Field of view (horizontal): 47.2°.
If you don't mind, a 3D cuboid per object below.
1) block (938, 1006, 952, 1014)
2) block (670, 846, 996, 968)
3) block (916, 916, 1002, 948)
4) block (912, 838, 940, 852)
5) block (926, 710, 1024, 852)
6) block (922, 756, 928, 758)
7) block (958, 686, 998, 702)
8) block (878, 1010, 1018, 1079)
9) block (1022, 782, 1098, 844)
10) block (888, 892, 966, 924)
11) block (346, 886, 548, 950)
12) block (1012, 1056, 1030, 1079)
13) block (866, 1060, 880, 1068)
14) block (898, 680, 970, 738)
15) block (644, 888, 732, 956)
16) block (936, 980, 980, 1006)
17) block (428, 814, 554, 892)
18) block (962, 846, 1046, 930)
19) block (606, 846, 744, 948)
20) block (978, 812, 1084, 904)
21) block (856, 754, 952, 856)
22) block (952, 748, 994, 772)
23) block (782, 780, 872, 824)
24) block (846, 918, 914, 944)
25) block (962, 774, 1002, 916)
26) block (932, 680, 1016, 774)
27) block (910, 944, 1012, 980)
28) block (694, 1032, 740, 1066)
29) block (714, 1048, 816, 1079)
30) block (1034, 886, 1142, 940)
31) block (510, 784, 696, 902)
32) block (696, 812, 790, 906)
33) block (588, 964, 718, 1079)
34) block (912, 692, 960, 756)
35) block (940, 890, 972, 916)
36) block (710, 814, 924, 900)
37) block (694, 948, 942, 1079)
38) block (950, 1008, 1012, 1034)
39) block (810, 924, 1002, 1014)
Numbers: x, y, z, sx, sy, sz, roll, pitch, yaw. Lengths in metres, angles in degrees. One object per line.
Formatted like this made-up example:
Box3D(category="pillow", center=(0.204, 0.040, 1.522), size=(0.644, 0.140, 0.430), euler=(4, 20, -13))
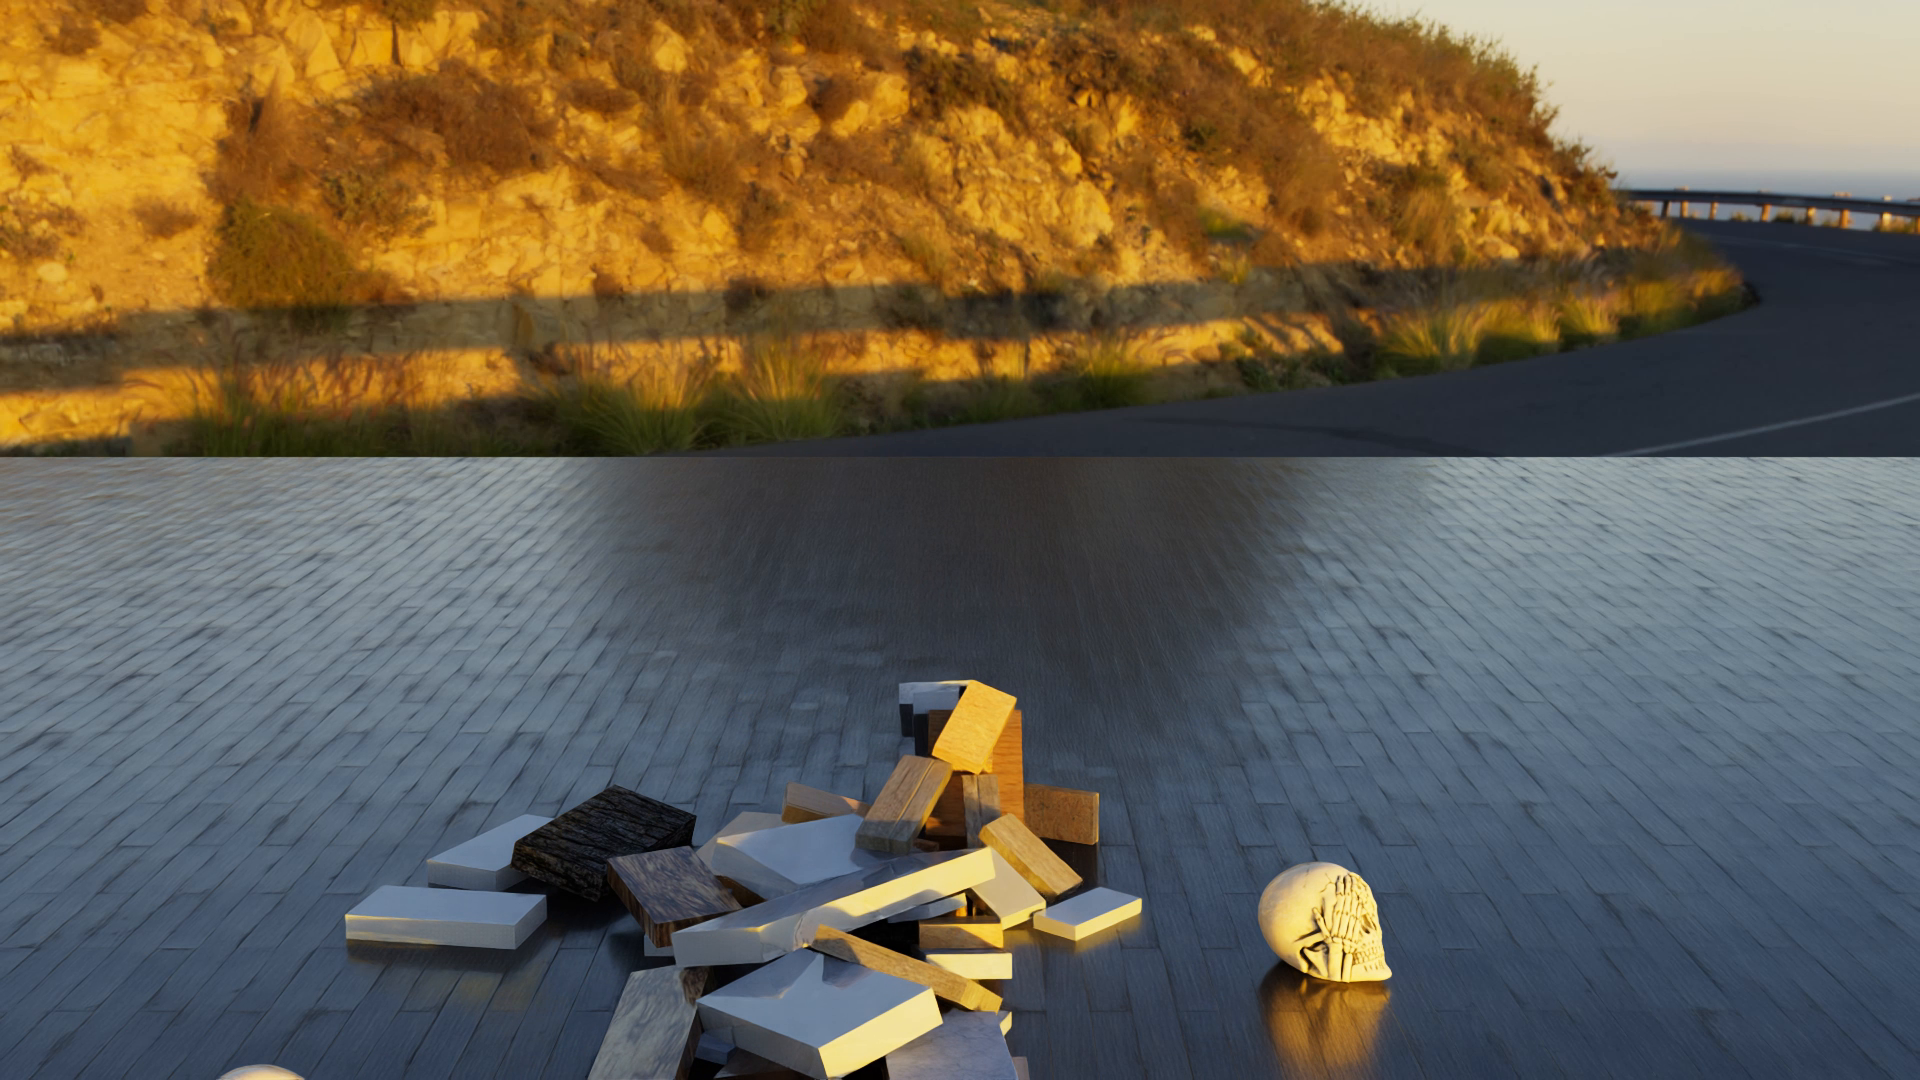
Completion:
Box3D(category="block", center=(-0.003, 0.687, 3.085), size=(0.081, 0.023, 0.161), euler=(0, 11, -2))
Box3D(category="block", center=(-0.182, 0.558, 3.368), size=(0.177, 0.050, 0.551), euler=(-11, -2, 38))
Box3D(category="block", center=(-0.003, 0.596, 3.346), size=(0.122, 0.035, 0.244), euler=(0, -7, -2))
Box3D(category="block", center=(-0.091, 0.540, 3.768), size=(0.123, 0.062, 0.017), euler=(7, 12, 32))
Box3D(category="block", center=(0.026, 0.428, 3.905), size=(0.169, 0.048, 0.337), euler=(0, 35, 0))
Box3D(category="block", center=(-0.003, 0.389, 4.637), size=(0.145, 0.041, 0.480), euler=(0, 11, 0))
Box3D(category="block", center=(0.030, 0.315, 4.052), size=(0.069, 0.138, 0.020), euler=(2, 54, -3))
Box3D(category="block", center=(-0.013, 0.684, 2.790), size=(0.159, 0.045, 0.319), euler=(-1, 11, -7))
Box3D(category="block", center=(0.161, 0.490, 3.961), size=(0.180, 0.090, 0.025), euler=(5, 12, 26))
Box3D(category="block", center=(-0.052, 0.577, 3.445), size=(0.073, 0.021, 0.146), euler=(-11, -6, 22))
Box3D(category="block", center=(-0.817, 0.600, 3.505), size=(0.280, 0.040, 0.140), euler=(2, 11, 10))
Box3D(category="block", center=(0.015, 0.745, 2.711), size=(0.159, 0.045, 0.413), euler=(0, 11, -2))
Box3D(category="block", center=(-0.137, 0.700, 3.026), size=(0.136, 0.019, 0.068), euler=(2, 11, 12))
Box3D(category="block", center=(-0.045, 0.335, 4.340), size=(0.145, 0.041, 0.290), euler=(-2, -18, -1))
Box3D(category="block", center=(-0.429, 0.606, 3.495), size=(0.110, 0.031, 0.221), euler=(0, 11, 1))
Box3D(category="block", center=(-0.013, 0.650, 3.195), size=(0.081, 0.023, 0.161), euler=(0, -1, -1))
Box3D(category="block", center=(-0.779, 0.542, 3.817), size=(0.140, 0.040, 0.280), euler=(5, 12, 24))
Box3D(category="block", center=(0.058, 0.564, 3.576), size=(0.086, 0.024, 0.171), euler=(-17, 33, -27))
Box3D(category="block", center=(-0.455, 0.563, 3.492), size=(0.140, 0.040, 0.280), euler=(-6, 16, -23))
Box3D(category="block", center=(0.118, 0.531, 3.674), size=(0.171, 0.024, 0.086), euler=(41, 28, 20))
Box3D(category="block", center=(-0.093, 0.450, 3.761), size=(0.090, 0.025, 0.283), euler=(7, 24, 14))
Box3D(category="block", center=(0.025, 0.363, 3.940), size=(0.069, 0.020, 0.138), euler=(2, 35, 2))
Box3D(category="block", center=(-0.205, 0.492, 3.894), size=(0.220, 0.031, 0.110), euler=(17, 15, -8))
Box3D(category="block", center=(-0.186, 0.608, 3.487), size=(0.220, 0.031, 0.110), euler=(-1, 11, -6))
Box3D(category="block", center=(0.043, 0.510, 3.710), size=(0.062, 0.017, 0.351), euler=(-1, 31, -3))
Box3D(category="block", center=(0.027, 0.332, 3.918), size=(0.090, 0.025, 0.180), euler=(22, 44, 9))
Box3D(category="block", center=(-0.001, 0.616, 3.221), size=(0.122, 0.035, 0.244), euler=(0, -7, -6))
Box3D(category="block", center=(-0.311, 0.692, 3.065), size=(0.068, 0.019, 0.136), euler=(6, 12, 30))
Box3D(category="block", center=(-0.226, 0.684, 2.971), size=(0.123, 0.035, 0.246), euler=(-11, 8, 19))
Box3D(category="block", center=(0.206, 0.601, 3.543), size=(0.085, 0.024, 0.171), euler=(9, 14, 41))
Box3D(category="block", center=(-0.611, 0.520, 3.803), size=(0.169, 0.048, 0.347), euler=(18, 16, 16))
Box3D(category="block", center=(-0.350, 0.545, 3.779), size=(0.169, 0.048, 0.337), euler=(3, 11, 14))
Box3D(category="block", center=(-0.423, 0.709, 2.875), size=(0.123, 0.035, 0.733), euler=(-10, 10, 2))
Box3D(category="block", center=(-0.017, 0.357, 4.263), size=(0.145, 0.041, 0.290), euler=(-2, -21, -1))
Box3D(category="block", center=(-0.017, 0.586, 3.634), size=(0.073, 0.021, 0.146), euler=(1, 11, 7))
Box3D(category="block", center=(-0.224, 0.528, 3.619), size=(0.177, 0.050, 0.354), euler=(24, 14, 33))
Box3D(category="block", center=(-0.195, 0.631, 2.943), size=(0.177, 0.050, 0.354), euler=(-22, 11, -31))
Box3D(category="block", center=(0.005, 0.679, 3.002), size=(0.081, 0.023, 0.161), euler=(4, 12, 21))
Box3D(category="block", center=(-0.074, 0.598, 3.036), size=(0.244, 0.035, 0.122), euler=(14, -17, 29))
